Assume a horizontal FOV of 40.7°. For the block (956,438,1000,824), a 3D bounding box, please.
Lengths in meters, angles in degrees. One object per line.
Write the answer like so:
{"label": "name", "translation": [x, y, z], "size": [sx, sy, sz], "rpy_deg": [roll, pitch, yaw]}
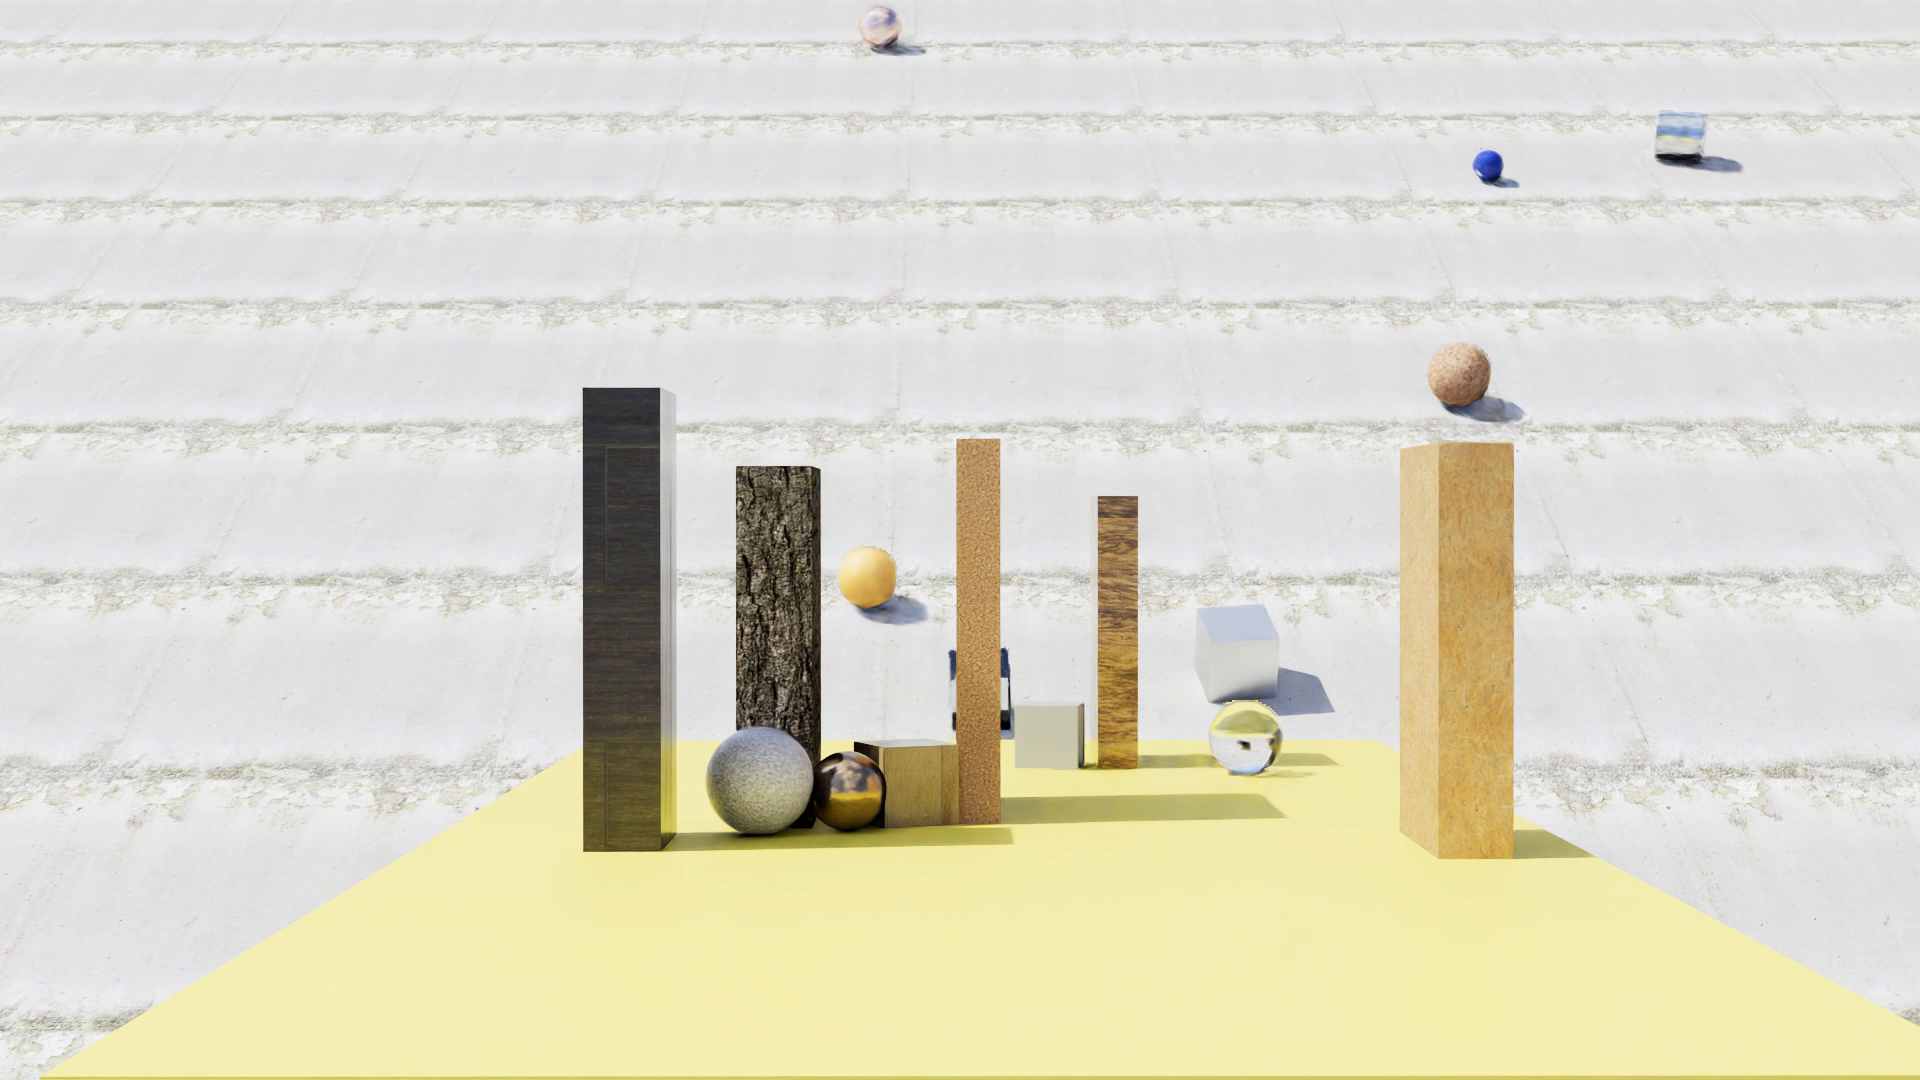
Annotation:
{"label": "block", "translation": [0.034, 0.167, 5.013], "size": [0.082, 0.715, 0.448], "rpy_deg": [0, 0, 0]}

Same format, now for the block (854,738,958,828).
{"label": "block", "translation": [-0.101, 0.452, 4.817], "size": [0.149, 0.149, 0.149], "rpy_deg": [0, 0, -25]}

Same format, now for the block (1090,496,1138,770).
{"label": "block", "translation": [0.357, 0.208, 6.007], "size": [0.091, 0.618, 0.325], "rpy_deg": [0, 0, 0]}

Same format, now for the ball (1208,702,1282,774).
{"label": "ball", "translation": [0.631, 0.438, 5.717], "size": [0.162, 0.162, 0.162], "rpy_deg": [0, 29, 0]}

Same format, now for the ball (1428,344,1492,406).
{"label": "ball", "translation": [1.645, -0.544, 8.521], "size": [0.208, 0.208, 0.208], "rpy_deg": [0, 29, 0]}

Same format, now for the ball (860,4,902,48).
{"label": "ball", "translation": [-0.364, -2.352, 11.840], "size": [0.197, 0.197, 0.197], "rpy_deg": [0, 29, 0]}

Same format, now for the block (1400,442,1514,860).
{"label": "block", "translation": [0.856, 0.183, 4.477], "size": [0.125, 0.692, 0.375], "rpy_deg": [0, 0, 0]}

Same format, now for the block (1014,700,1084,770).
{"label": "block", "translation": [0.207, 0.446, 5.921], "size": [0.143, 0.143, 0.143], "rpy_deg": [0, 0, 9]}

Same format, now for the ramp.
{"label": "ramp", "translation": [0.064, 0.578, 4.623], "size": [2.000, 0.100, 4.000], "rpy_deg": [0, 0, 0]}

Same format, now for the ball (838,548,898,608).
{"label": "ball", "translation": [-0.263, 0.107, 7.369], "size": [0.170, 0.170, 0.170], "rpy_deg": [0, 29, 0]}

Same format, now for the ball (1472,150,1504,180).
{"label": "ball", "translation": [2.117, -1.502, 10.359], "size": [0.124, 0.124, 0.124], "rpy_deg": [0, 29, 0]}

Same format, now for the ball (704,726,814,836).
{"label": "ball", "translation": [-0.359, 0.431, 4.625], "size": [0.195, 0.195, 0.195], "rpy_deg": [0, 29, 0]}

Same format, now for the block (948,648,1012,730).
{"label": "block", "translation": [0.052, 0.396, 6.848], "size": [0.156, 0.156, 0.156], "rpy_deg": [-1, 26, -2]}

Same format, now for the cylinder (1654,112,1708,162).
{"label": "cylinder", "translation": [2.942, -1.647, 10.552], "size": [0.186, 0.186, 0.186], "rpy_deg": [9, 30, 18]}

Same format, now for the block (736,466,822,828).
{"label": "block", "translation": [-0.340, 0.195, 4.880], "size": [0.139, 0.663, 0.320], "rpy_deg": [0, 0, 0]}

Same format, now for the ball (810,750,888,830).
{"label": "ball", "translation": [-0.205, 0.455, 4.692], "size": [0.145, 0.145, 0.145], "rpy_deg": [0, 29, 0]}

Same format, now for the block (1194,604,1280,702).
{"label": "block", "translation": [0.747, 0.306, 6.990], "size": [0.186, 0.186, 0.186], "rpy_deg": [-4, 29, -7]}

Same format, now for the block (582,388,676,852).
{"label": "block", "translation": [-0.575, 0.134, 4.516], "size": [0.132, 0.789, 0.251], "rpy_deg": [0, 0, 0]}
